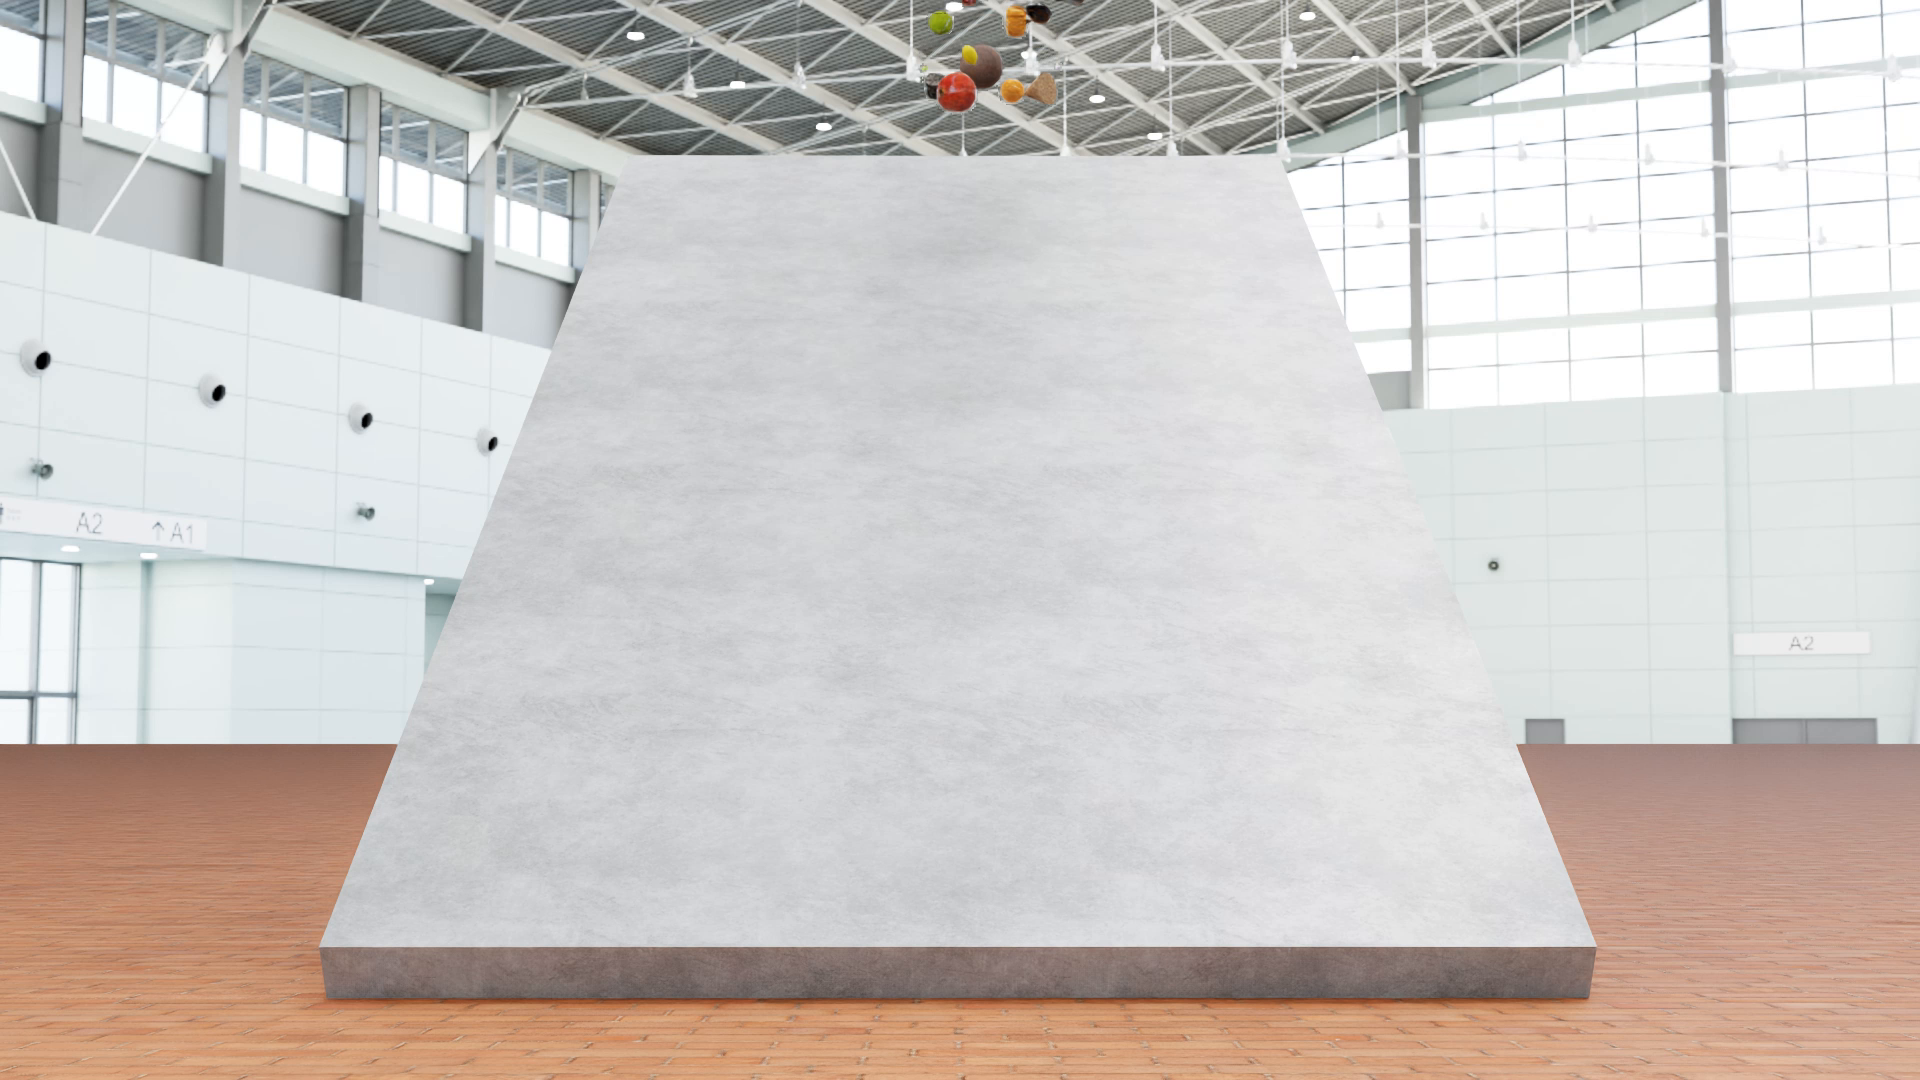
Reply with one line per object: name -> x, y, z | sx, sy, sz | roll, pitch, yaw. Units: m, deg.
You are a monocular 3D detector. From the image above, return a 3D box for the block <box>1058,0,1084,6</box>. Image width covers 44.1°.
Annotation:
block -> 0.307, -1.604, 6.778 | 0.098, 0.098, 0.098 | 5, -50, -26

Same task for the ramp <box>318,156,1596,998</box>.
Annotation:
ramp -> -0.011, -0.226, 5.515 | 2.000, 0.100, 4.000 | 0, 27, 0

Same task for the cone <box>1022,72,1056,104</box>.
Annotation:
cone -> 0.225, -1.355, 7.161 | 0.097, 0.097, 0.097 | -5, -7, 38

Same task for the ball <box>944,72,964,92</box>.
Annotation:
ball -> -0.019, -1.398, 7.238 | 0.057, 0.057, 0.057 | 0, -5, 0
